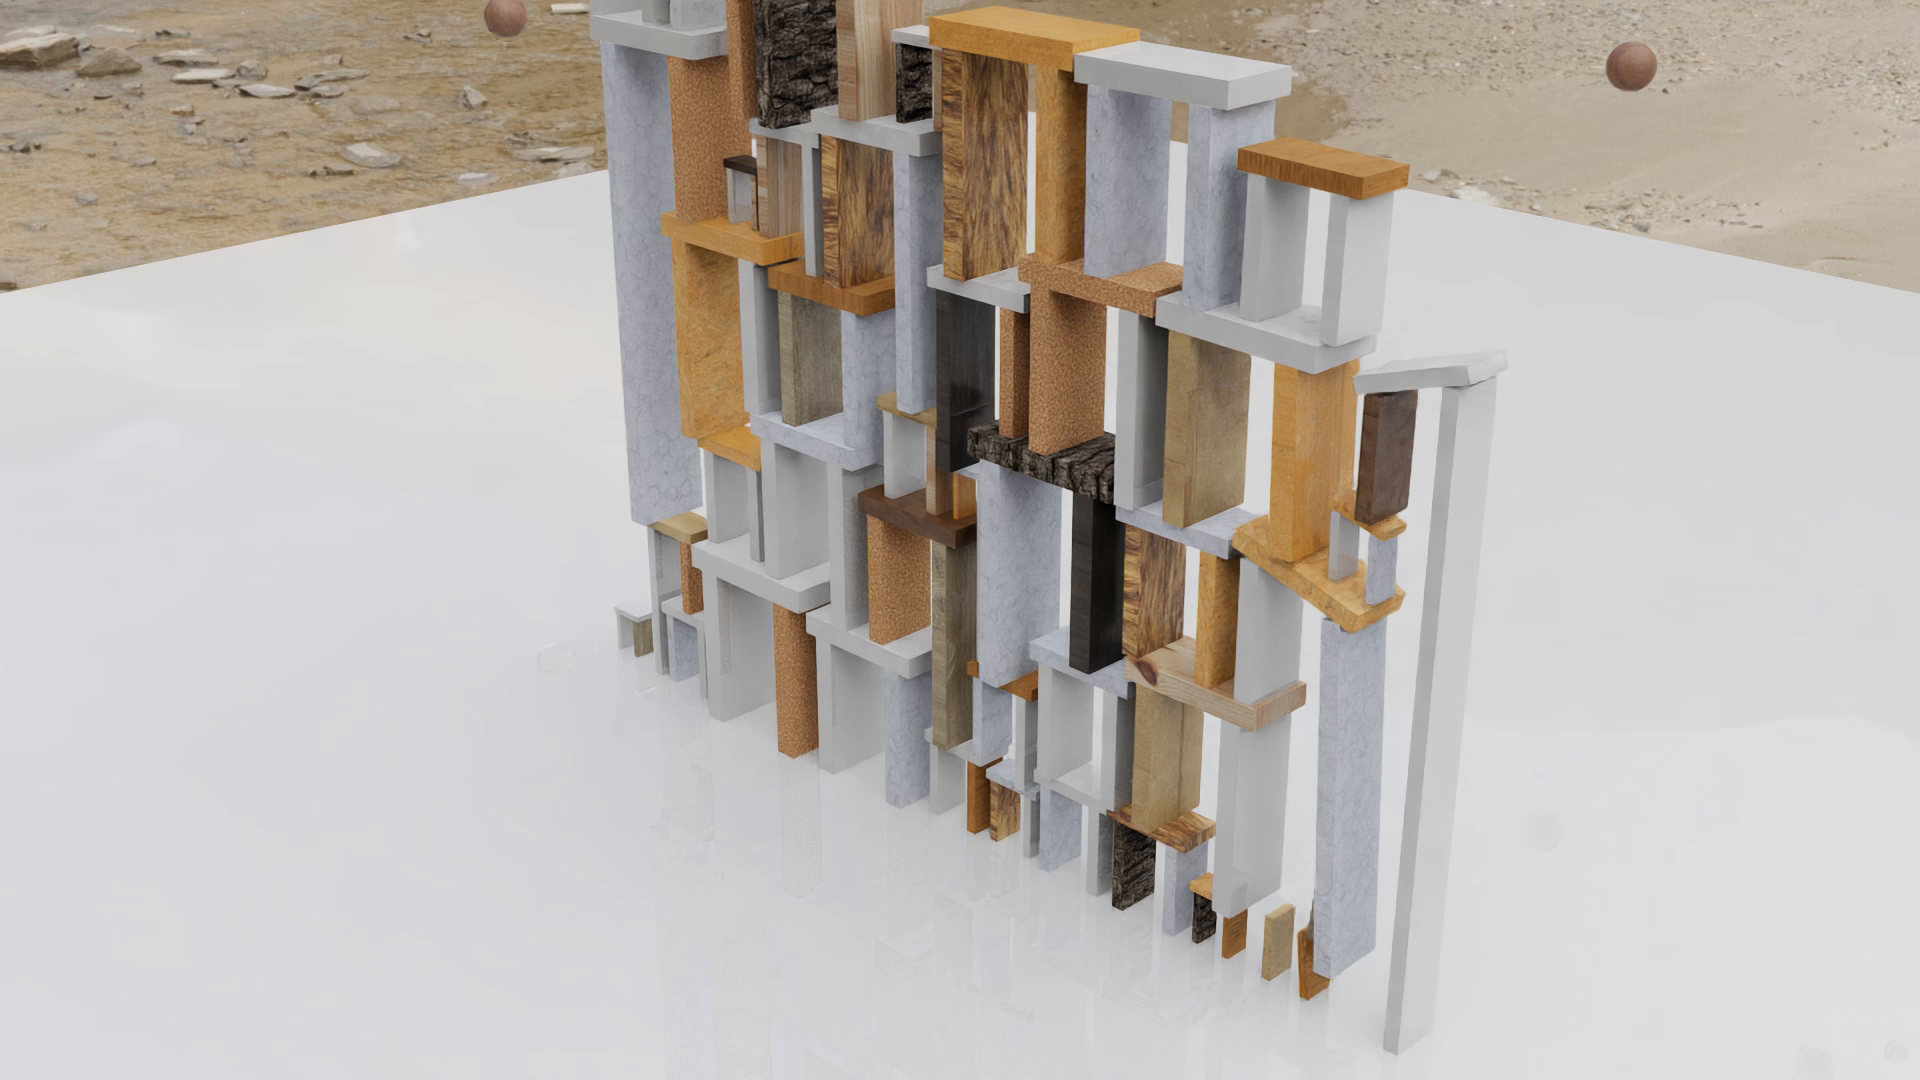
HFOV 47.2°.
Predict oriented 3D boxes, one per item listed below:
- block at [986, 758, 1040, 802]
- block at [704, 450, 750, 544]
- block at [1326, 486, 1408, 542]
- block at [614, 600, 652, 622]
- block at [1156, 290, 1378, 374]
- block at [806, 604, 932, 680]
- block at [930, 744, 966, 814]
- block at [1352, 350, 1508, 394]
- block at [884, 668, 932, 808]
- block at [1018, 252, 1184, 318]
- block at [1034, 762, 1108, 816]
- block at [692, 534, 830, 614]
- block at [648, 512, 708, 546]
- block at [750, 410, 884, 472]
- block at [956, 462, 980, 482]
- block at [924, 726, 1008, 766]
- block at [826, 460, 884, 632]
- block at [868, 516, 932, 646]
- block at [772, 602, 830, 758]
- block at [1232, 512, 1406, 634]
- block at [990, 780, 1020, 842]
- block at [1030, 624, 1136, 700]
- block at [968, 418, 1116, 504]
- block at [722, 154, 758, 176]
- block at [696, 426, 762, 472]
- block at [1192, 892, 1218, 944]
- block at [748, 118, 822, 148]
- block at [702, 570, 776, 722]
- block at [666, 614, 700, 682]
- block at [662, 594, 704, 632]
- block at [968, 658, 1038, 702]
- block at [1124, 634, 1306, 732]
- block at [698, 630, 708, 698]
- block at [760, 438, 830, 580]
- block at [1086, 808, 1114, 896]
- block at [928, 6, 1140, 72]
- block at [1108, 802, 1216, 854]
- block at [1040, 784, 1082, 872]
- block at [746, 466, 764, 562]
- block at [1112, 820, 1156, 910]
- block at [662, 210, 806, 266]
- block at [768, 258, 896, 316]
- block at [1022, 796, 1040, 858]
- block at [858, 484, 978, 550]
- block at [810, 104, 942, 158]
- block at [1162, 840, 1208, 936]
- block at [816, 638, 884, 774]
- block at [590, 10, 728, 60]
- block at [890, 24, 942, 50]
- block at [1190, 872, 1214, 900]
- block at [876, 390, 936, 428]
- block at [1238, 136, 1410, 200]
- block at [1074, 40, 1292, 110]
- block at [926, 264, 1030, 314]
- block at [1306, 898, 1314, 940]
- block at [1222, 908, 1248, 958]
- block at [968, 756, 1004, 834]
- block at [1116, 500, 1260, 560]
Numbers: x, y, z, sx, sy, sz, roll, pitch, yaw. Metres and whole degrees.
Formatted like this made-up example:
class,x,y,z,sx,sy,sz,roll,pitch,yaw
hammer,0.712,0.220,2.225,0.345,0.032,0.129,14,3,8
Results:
class,x,y,z,sx,sy,sz,roll,pitch,yaw
block,0.122,0.467,4.295,0.133,0.019,0.067,21,31,40
block,-0.495,-0.106,4.721,0.105,0.211,0.030,-21,31,-40
block,0.646,-0.042,3.494,0.058,0.016,0.116,-21,46,-41
block,-0.759,0.166,5.117,0.092,0.013,0.046,21,31,41
block,0.491,-0.348,3.543,0.162,0.046,0.324,-21,32,-40
block,-0.155,0.192,4.473,0.305,0.043,0.153,21,31,41
block,-0.024,0.470,4.450,0.022,0.158,0.079,21,31,41
block,0.713,-0.254,3.339,0.104,0.030,0.209,-21,13,-41
block,-0.083,0.380,4.475,0.043,0.305,0.153,21,31,41
block,0.262,-0.447,3.743,0.153,0.043,0.305,-21,31,-40
block,0.239,0.461,4.167,0.092,0.026,0.184,-21,31,-41
block,-0.392,0.057,4.669,0.175,0.049,0.349,-21,31,-41
block,-0.619,-0.035,4.884,0.174,0.025,0.087,21,31,41
block,-0.264,-0.216,4.415,0.152,0.043,0.304,-21,31,-41
block,0.031,-0.130,4.128,0.094,0.013,0.047,21,31,41
block,0.013,0.402,4.380,0.079,0.022,0.158,-21,31,-41
block,-0.192,-0.005,4.426,0.043,0.355,0.152,21,31,41
block,-0.120,0.061,4.377,0.038,0.271,0.135,21,31,41
block,-0.309,0.273,4.671,0.049,0.349,0.175,21,31,41
block,0.586,0.046,3.601,0.131,0.037,0.262,-21,49,-40
block,0.090,0.525,4.353,0.019,0.133,0.067,21,31,40
block,0.256,0.221,4.045,0.239,0.034,0.120,21,31,41
block,0.194,-0.155,3.953,0.341,0.048,0.171,21,31,41
block,-0.413,-0.743,4.363,0.056,0.016,0.112,-21,30,-40
block,-0.447,-0.197,4.626,0.105,0.030,0.211,-21,30,-40
block,0.449,0.682,4.020,0.052,0.104,0.015,-21,32,-41
block,-0.301,-0.789,4.218,0.102,0.029,0.203,-21,31,-40
block,-0.474,0.208,4.822,0.175,0.349,0.049,-21,31,-41
block,-0.623,0.233,4.999,0.023,0.166,0.083,21,31,41
block,-0.584,0.162,4.926,0.166,0.023,0.083,21,31,41
block,0.104,0.259,4.219,0.171,0.024,0.086,21,31,41
block,0.444,0.246,3.846,0.145,0.041,0.291,-21,31,-40
block,-0.545,0.264,4.927,0.023,0.166,0.083,21,31,41
block,-0.336,-0.084,4.549,0.043,0.304,0.152,21,31,41
block,0.282,0.575,4.168,0.026,0.184,0.092,21,31,41
block,0.123,-0.853,3.731,0.333,0.047,0.166,21,31,40
block,0.371,0.514,4.043,0.184,0.026,0.092,21,31,41
block,0.195,0.541,4.249,0.026,0.184,0.092,21,31,41
block,-0.395,-0.068,4.631,0.105,0.211,0.030,-21,31,-41
block,0.328,0.594,4.124,0.026,0.184,0.092,21,31,41
block,-0.440,-0.623,4.443,0.160,0.045,0.320,-21,31,-40
block,-0.229,-0.495,4.263,0.138,0.039,0.275,-21,31,-41
block,0.153,0.549,4.296,0.019,0.133,0.067,21,31,40
block,-0.056,-0.056,4.258,0.135,0.038,0.271,-21,31,-40
block,-0.123,-0.759,4.037,0.145,0.041,0.291,-21,31,-40
block,0.415,0.628,4.044,0.026,0.184,0.092,21,31,41
block,-0.226,0.324,4.607,0.043,0.305,0.153,21,31,41
block,-0.577,-1.020,4.416,0.330,0.047,0.165,21,31,40
block,-0.048,-0.891,3.903,0.072,0.020,0.143,-21,31,-40
block,0.472,0.636,3.976,0.052,0.015,0.104,-21,31,-40
block,-0.066,-0.252,4.187,0.088,0.025,0.176,-21,31,-41
block,0.555,-0.571,3.371,0.118,0.033,0.236,-21,32,-40
block,0.354,-0.746,3.519,0.159,0.045,0.318,-22,31,-40
block,0.067,-0.461,3.953,0.240,0.034,0.120,21,31,40
block,0.634,0.626,3.801,0.064,0.128,0.018,-21,37,-41
block,0.497,0.701,3.976,0.052,0.104,0.015,-21,31,-40
block,0.050,0.499,4.381,0.022,0.158,0.079,21,31,41
block,0.402,-0.035,3.770,0.125,0.035,0.249,-21,31,-40
